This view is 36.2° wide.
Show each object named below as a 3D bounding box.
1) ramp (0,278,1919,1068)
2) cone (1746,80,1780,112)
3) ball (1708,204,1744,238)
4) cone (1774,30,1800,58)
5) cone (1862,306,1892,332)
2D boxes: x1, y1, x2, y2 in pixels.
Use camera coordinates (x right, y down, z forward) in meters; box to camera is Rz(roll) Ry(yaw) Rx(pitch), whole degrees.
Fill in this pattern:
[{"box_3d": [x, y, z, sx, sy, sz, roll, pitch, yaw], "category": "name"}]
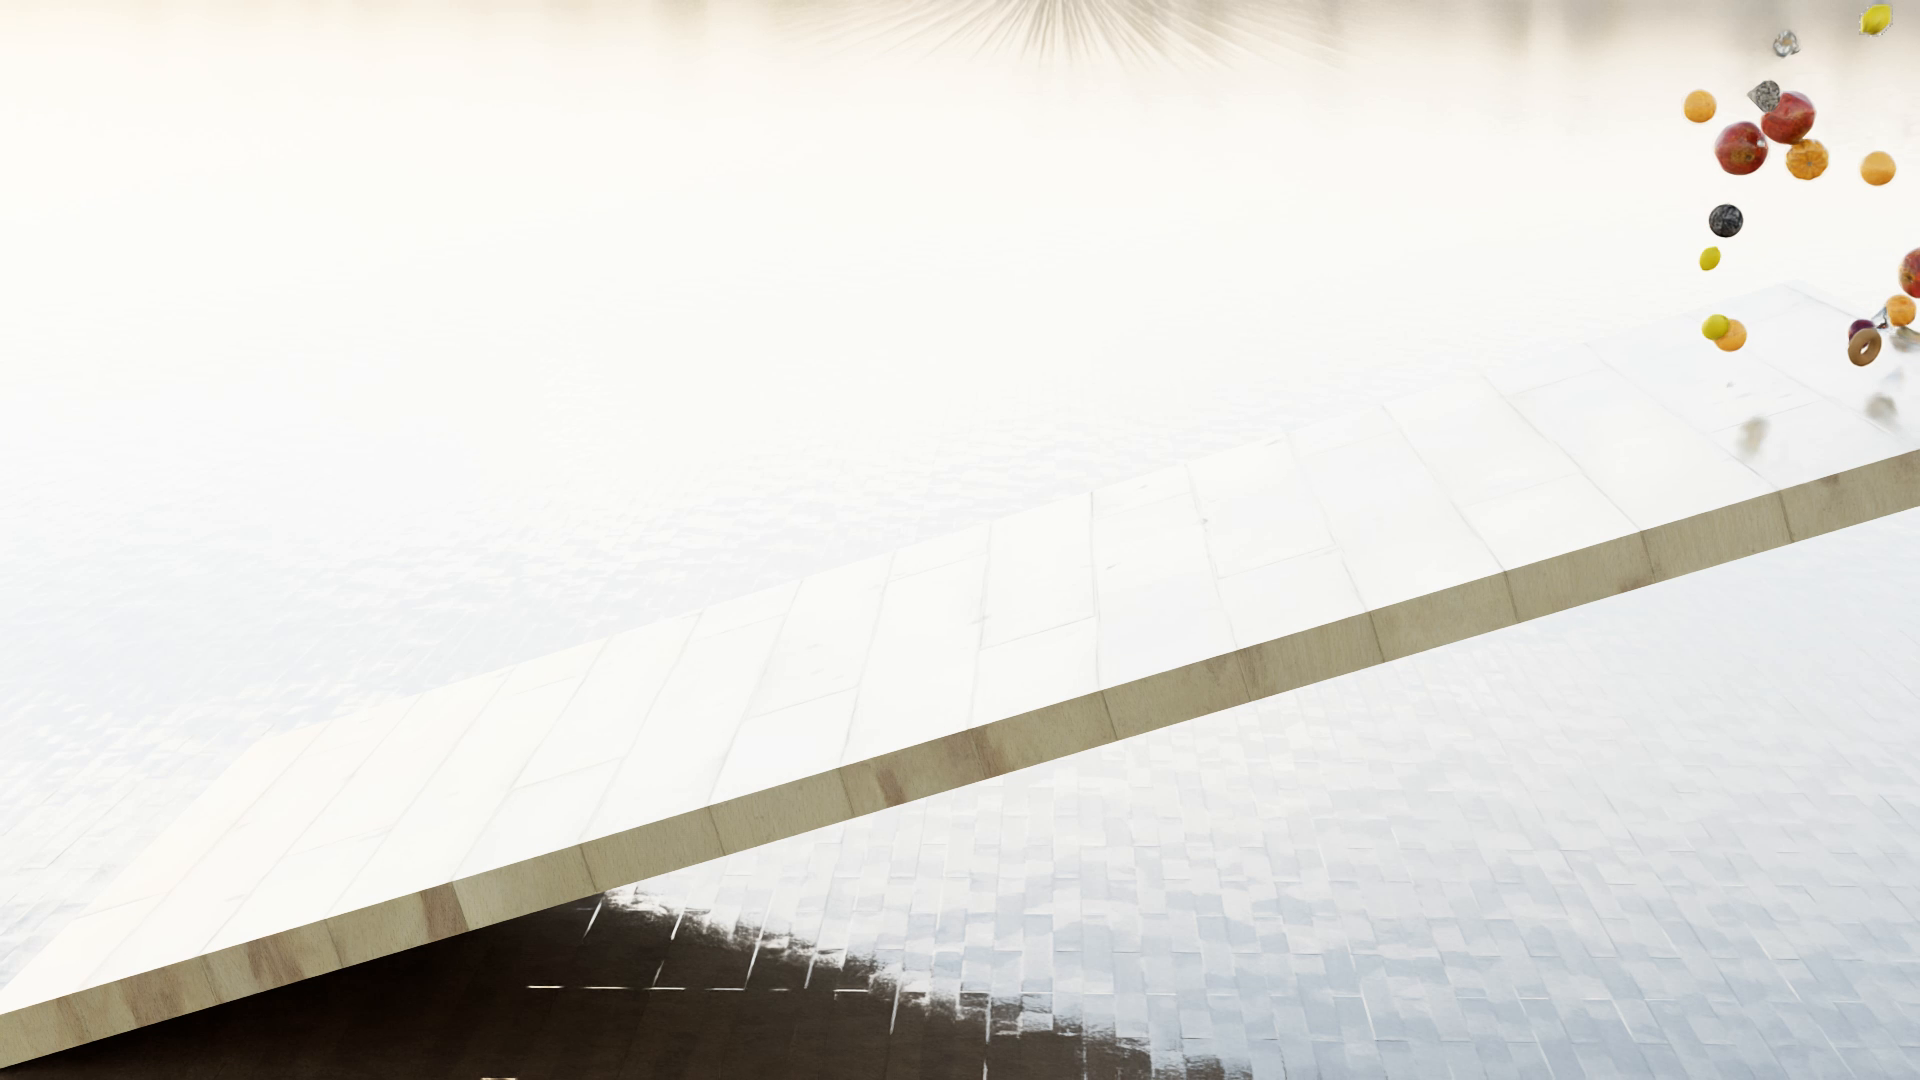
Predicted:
[{"box_3d": [0.097, 0.184, 6.314, 4.000, 0.100, 2.000, -17, 10, 5], "category": "ramp"}, {"box_3d": [1.599, -0.892, 5.902, 0.065, 0.065, 0.065, -6, 13, -27], "category": "cone"}, {"box_3d": [1.570, -0.654, 6.028, 0.071, 0.071, 0.071, 0, 11, 0], "category": "ball"}, {"box_3d": [1.737, -1.027, 6.131, 0.057, 0.057, 0.057, 9, 3, -39], "category": "cone"}, {"box_3d": [1.868, -0.444, 6.011, 0.057, 0.057, 0.057, -16, 3, 27], "category": "cone"}]
